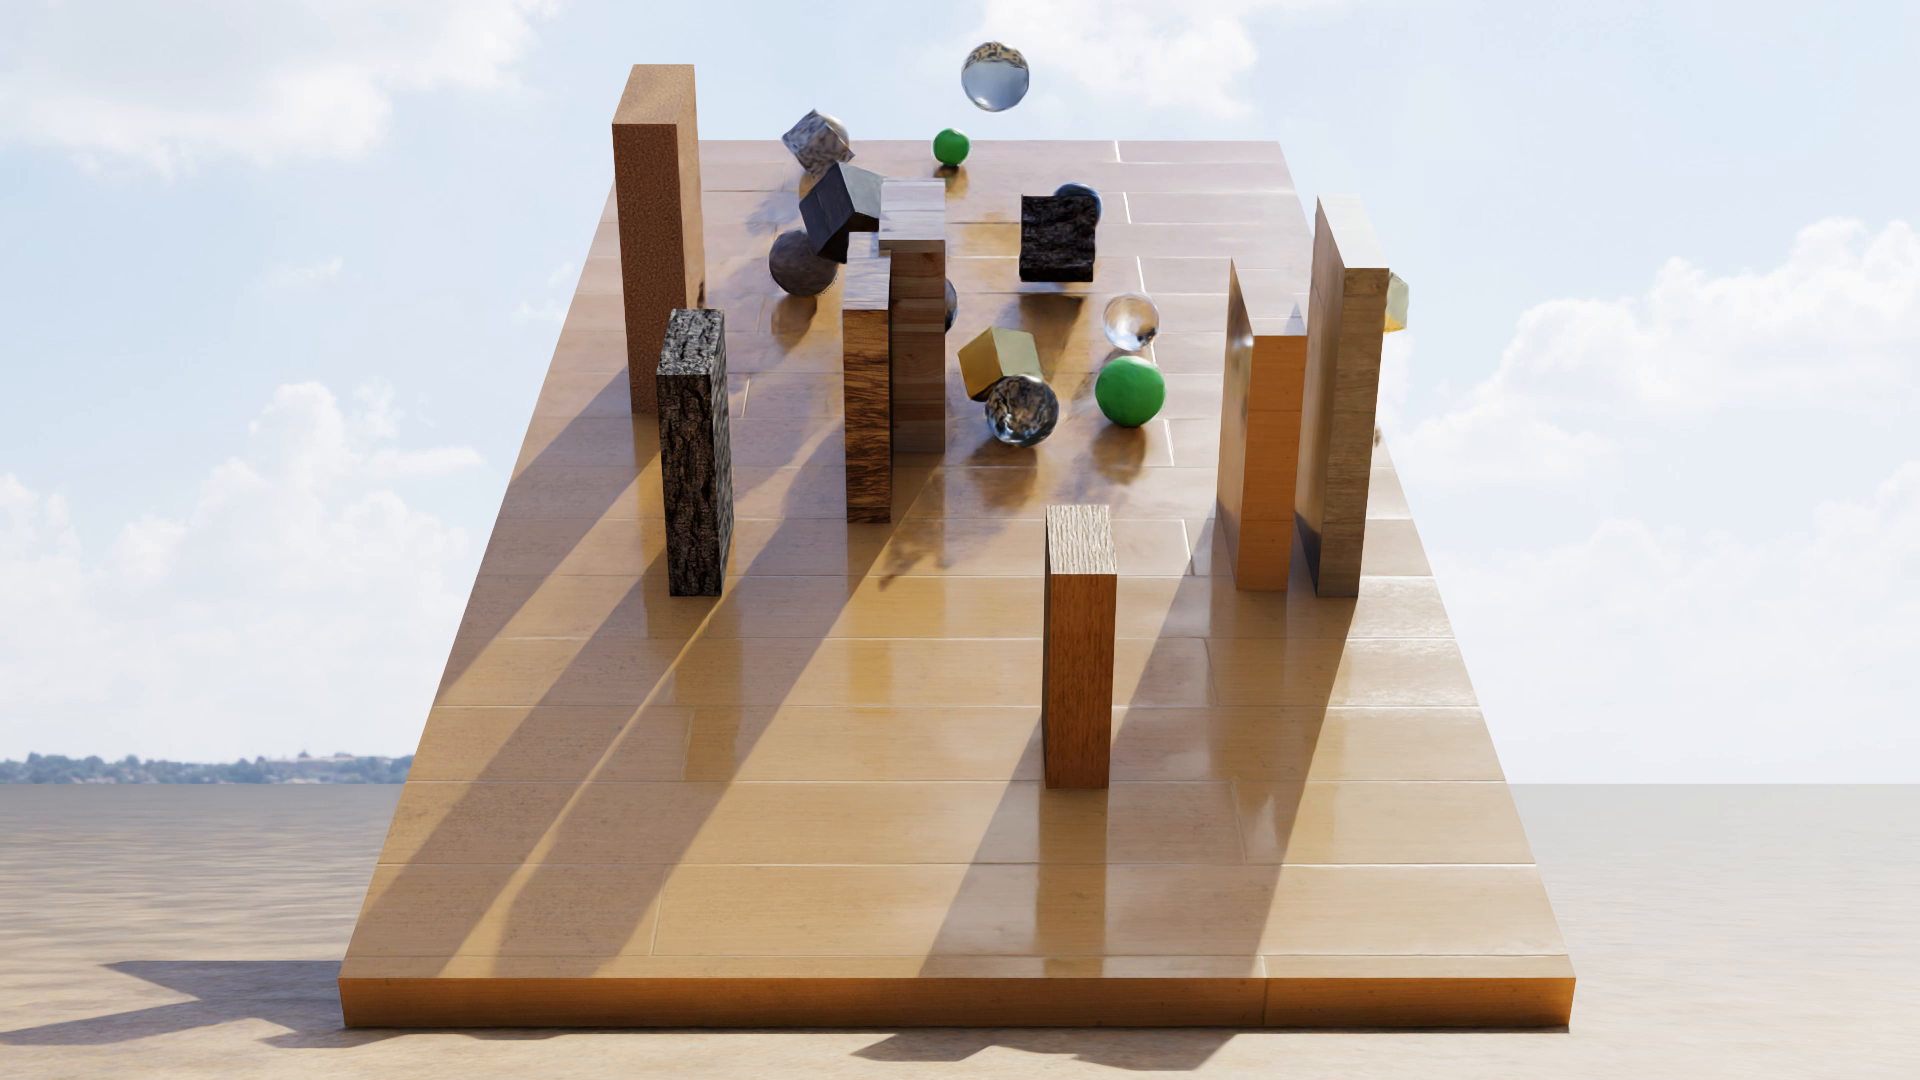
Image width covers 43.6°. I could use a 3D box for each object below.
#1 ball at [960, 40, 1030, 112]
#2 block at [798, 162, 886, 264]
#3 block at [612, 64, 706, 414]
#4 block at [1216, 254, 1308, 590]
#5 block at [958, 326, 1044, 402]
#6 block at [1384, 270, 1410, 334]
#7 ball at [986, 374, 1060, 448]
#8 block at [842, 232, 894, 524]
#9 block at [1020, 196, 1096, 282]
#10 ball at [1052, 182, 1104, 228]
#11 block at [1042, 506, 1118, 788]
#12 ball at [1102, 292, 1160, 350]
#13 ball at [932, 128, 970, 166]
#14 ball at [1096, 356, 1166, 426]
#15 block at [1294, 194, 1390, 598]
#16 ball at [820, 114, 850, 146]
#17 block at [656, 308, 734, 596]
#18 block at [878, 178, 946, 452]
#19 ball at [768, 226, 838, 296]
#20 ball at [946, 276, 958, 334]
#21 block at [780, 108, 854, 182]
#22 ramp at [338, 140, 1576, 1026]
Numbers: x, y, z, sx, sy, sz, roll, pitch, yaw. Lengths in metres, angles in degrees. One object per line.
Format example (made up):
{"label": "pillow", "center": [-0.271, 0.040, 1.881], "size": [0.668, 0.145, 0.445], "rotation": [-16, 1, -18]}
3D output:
{"label": "ball", "center": [0.104, -1.366, 7.079], "size": [0.207, 0.207, 0.207], "rotation": [0, -6, 0]}
{"label": "block", "center": [-0.275, -0.827, 6.133], "size": [0.173, 0.173, 0.173], "rotation": [12, -43, -41]}
{"label": "block", "center": [-0.706, -0.717, 5.704], "size": [0.145, 0.716, 0.428], "rotation": [0, 29, 0]}
{"label": "block", "center": [0.625, -0.249, 5.013], "size": [0.107, 0.575, 0.418], "rotation": [0, 29, 0]}
{"label": "block", "center": [0.095, -0.406, 5.622], "size": [0.128, 0.128, 0.128], "rotation": [4, -27, -40]}
{"label": "block", "center": [1.017, -0.584, 5.893], "size": [0.120, 0.120, 0.120], "rotation": [-11, -29, 41]}
{"label": "ball", "center": [0.143, -0.296, 5.514], "size": [0.169, 0.169, 0.169], "rotation": [0, -6, 0]}
{"label": "block", "center": [-0.199, -0.361, 5.283], "size": [0.094, 0.504, 0.429], "rotation": [0, 29, 0]}
{"label": "block", "center": [0.254, -0.784, 6.266], "size": [0.190, 0.190, 0.190], "rotation": [1, -4, 2]}
{"label": "ball", "center": [0.320, -0.917, 6.655], "size": [0.152, 0.152, 0.152], "rotation": [0, -6, 0]}
{"label": "block", "center": [0.212, 0.194, 4.341], "size": [0.113, 0.448, 0.250], "rotation": [0, 29, 0]}
{"label": "ball", "center": [0.427, -0.545, 5.993], "size": [0.144, 0.144, 0.144], "rotation": [0, -6, 0]}
{"label": "ball", "center": [-0.026, -1.173, 7.158], "size": [0.112, 0.112, 0.112], "rotation": [0, -6, 0]}
{"label": "ball", "center": [0.399, -0.348, 5.617], "size": [0.164, 0.164, 0.164], "rotation": [0, -6, 0]}
{"label": "block", "center": [0.777, -0.297, 4.939], "size": [0.086, 0.731, 0.396], "rotation": [0, 29, 0]}
{"label": "ball", "center": [-0.407, -1.185, 7.131], "size": [0.158, 0.158, 0.158], "rotation": [0, -6, 0]}
{"label": "block", "center": [-0.543, -0.182, 4.959], "size": [0.107, 0.502, 0.322], "rotation": [0, 29, 0]}
{"label": "block", "center": [-0.107, -0.521, 5.553], "size": [0.147, 0.523, 0.378], "rotation": [0, 29, 0]}
{"label": "ball", "center": [-0.408, -0.730, 6.280], "size": [0.184, 0.184, 0.184], "rotation": [0, -6, 0]}
{"label": "ball", "center": [-0.101, -0.572, 5.853], "size": [0.195, 0.195, 0.195], "rotation": [0, -6, 0]}
{"label": "block", "center": [-0.402, -1.105, 6.752], "size": [0.127, 0.127, 0.127], "rotation": [45, 6, -39]}
{"label": "ramp", "center": [-0.012, -0.217, 5.649], "size": [2.000, 0.100, 4.000], "rotation": [0, 29, 0]}
